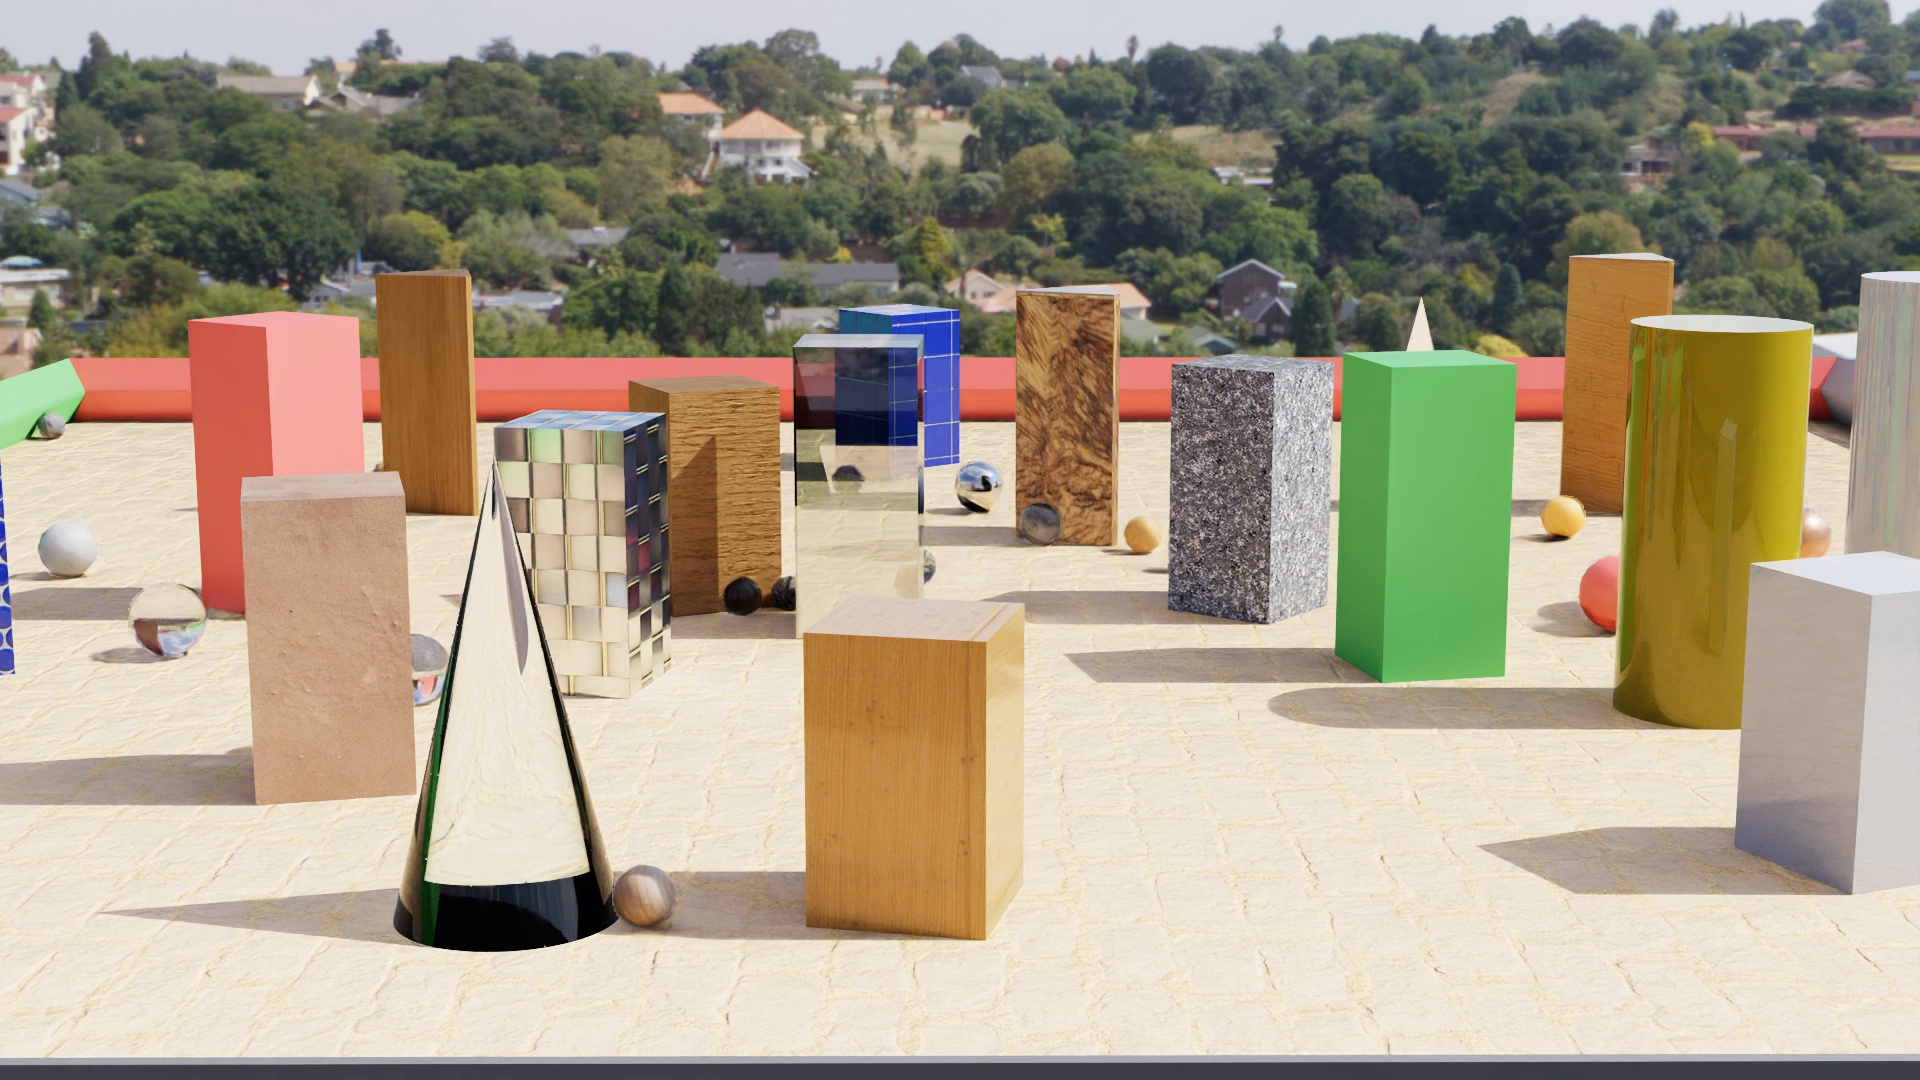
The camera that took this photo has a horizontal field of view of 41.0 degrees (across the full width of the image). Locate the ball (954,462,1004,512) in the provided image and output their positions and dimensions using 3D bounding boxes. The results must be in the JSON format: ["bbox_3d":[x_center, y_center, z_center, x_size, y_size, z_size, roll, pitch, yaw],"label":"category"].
[{"bbox_3d":[0.032,-0.088,4.234,0.082,0.082,0.082,0,10,0],"label":"ball"}]

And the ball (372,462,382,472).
[{"bbox_3d":[-0.973,-0.105,4.376,0.064,0.064,0.064,0,10,0],"label":"ball"}]

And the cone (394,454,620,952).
[{"bbox_3d":[-0.392,0.126,2.192,0.197,0.405,0.197,0,10,0],"label":"cone"}]

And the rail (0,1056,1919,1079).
[{"bbox_3d":[0.011,0.375,1.602,3.662,0.128,0.045,0,10,0],"label":"rail"}]

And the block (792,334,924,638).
[{"bbox_3d":[-0.129,-0.072,3.338,0.157,0.376,0.157,0,11,2],"label":"block"}]

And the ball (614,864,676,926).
[{"bbox_3d":[-0.270,0.304,2.195,0.052,0.052,0.052,0,10,0],"label":"ball"}]

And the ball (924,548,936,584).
[{"bbox_3d":[-0.060,0.037,3.637,0.053,0.053,0.053,0,10,0],"label":"ball"}]

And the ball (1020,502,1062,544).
[{"bbox_3d":[0.124,-0.026,3.940,0.066,0.066,0.066,0,10,0],"label":"ball"}]

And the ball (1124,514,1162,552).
[{"bbox_3d":[0.277,-0.009,3.875,0.057,0.057,0.057,0,10,0],"label":"ball"}]

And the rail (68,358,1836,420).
[{"bbox_3d":[-0.011,-0.309,5.296,3.662,0.128,0.045,0,10,0],"label":"rail"}]

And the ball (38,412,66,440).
[{"bbox_3d":[-1.786,-0.224,5.048,0.053,0.053,0.053,0,10,0],"label":"ball"}]

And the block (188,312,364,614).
[{"bbox_3d":[-0.921,-0.105,3.475,0.157,0.390,0.157,7,13,34],"label":"block"}]

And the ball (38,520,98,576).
[{"bbox_3d":[-1.284,0.013,3.693,0.081,0.081,0.081,0,10,0],"label":"ball"}]

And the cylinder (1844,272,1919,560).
[{"bbox_3d":[1.281,-0.121,3.393,0.197,0.452,0.197,0,10,0],"label":"cylinder"}]

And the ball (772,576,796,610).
[{"bbox_3d":[-0.231,0.072,3.466,0.047,0.047,0.047,0,10,0],"label":"ball"}]

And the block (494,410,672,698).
[{"bbox_3d":[-0.446,0.013,3.047,0.157,0.314,0.157,2,11,11],"label":"block"}]

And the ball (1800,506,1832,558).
[{"bbox_3d":[1.231,-0.004,3.760,0.089,0.089,0.089,0,10,0],"label":"ball"}]

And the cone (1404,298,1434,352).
[{"bbox_3d":[0.759,-0.228,4.252,0.197,0.350,0.197,0,10,0],"label":"cone"}]

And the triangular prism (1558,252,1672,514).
[{"bbox_3d":[1.108,-0.262,4.250,0.170,0.417,0.147,7,12,32],"label":"triangular prism"}]

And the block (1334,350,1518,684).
[{"bbox_3d":[0.563,-0.032,3.117,0.157,0.379,0.157,-2,11,-12],"label":"block"}]

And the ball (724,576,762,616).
[{"bbox_3d":[-0.291,0.075,3.434,0.052,0.052,0.052,0,10,0],"label":"ball"}]

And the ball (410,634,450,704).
[{"bbox_3d":[-0.628,0.148,2.963,0.080,0.080,0.080,0,10,0],"label":"ball"}]

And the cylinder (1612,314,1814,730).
[{"bbox_3d":[0.849,-0.024,2.902,0.197,0.442,0.197,0,10,0],"label":"cylinder"}]

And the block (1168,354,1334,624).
[{"bbox_3d":[0.392,-0.073,3.457,0.157,0.334,0.157,8,13,37],"label":"block"}]

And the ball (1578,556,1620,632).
[{"bbox_3d":[0.855,0.070,3.336,0.098,0.098,0.098,0,10,0],"label":"ball"}]

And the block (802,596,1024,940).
[{"bbox_3d":[-0.037,0.194,2.230,0.157,0.258,0.157,2,11,13],"label":"block"}]

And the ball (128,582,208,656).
[{"bbox_3d":[-0.986,0.098,3.196,0.093,0.093,0.093,0,10,0],"label":"ball"}]

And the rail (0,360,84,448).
[{"bbox_3d":[-1.807,0.035,3.439,0.045,0.128,3.805,0,10,0],"label":"rail"}]

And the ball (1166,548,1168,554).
[{"bbox_3d":[0.331,0.016,3.731,0.060,0.060,0.060,0,10,0],"label":"ball"}]

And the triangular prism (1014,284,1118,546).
[{"bbox_3d":[0.195,-0.199,3.998,0.170,0.386,0.147,5,12,26],"label":"triangular prism"}]

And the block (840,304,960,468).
[{"bbox_3d":[-0.111,-0.283,4.734,0.157,0.283,0.157,-9,14,-39],"label":"block"}]

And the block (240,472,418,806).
[{"bbox_3d":[-0.645,0.096,2.620,0.157,0.307,0.157,-3,11,-14],"label":"block"}]

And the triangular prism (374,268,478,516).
[{"bbox_3d":[-0.850,-0.249,4.254,0.170,0.391,0.147,3,11,16],"label":"triangular prism"}]

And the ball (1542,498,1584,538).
[{"bbox_3d":[0.938,-0.035,3.993,0.064,0.064,0.064,0,10,0],"label":"ball"}]

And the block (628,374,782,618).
[{"bbox_3d":[-0.348,-0.064,3.501,0.157,0.301,0.157,-5,12,-27],"label":"block"}]

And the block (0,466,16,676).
[{"bbox_3d":[-1.251,-0.024,3.102,0.157,0.368,0.157,-6,12,-29],"label":"block"}]

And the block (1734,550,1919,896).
[{"bbox_3d":[0.834,0.163,2.356,0.157,0.272,0.157,-4,11,-23],"label":"block"}]

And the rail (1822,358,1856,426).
[{"bbox_3d":[1.807,0.031,3.459,0.045,0.128,3.805,0,10,0],"label":"rail"}]
